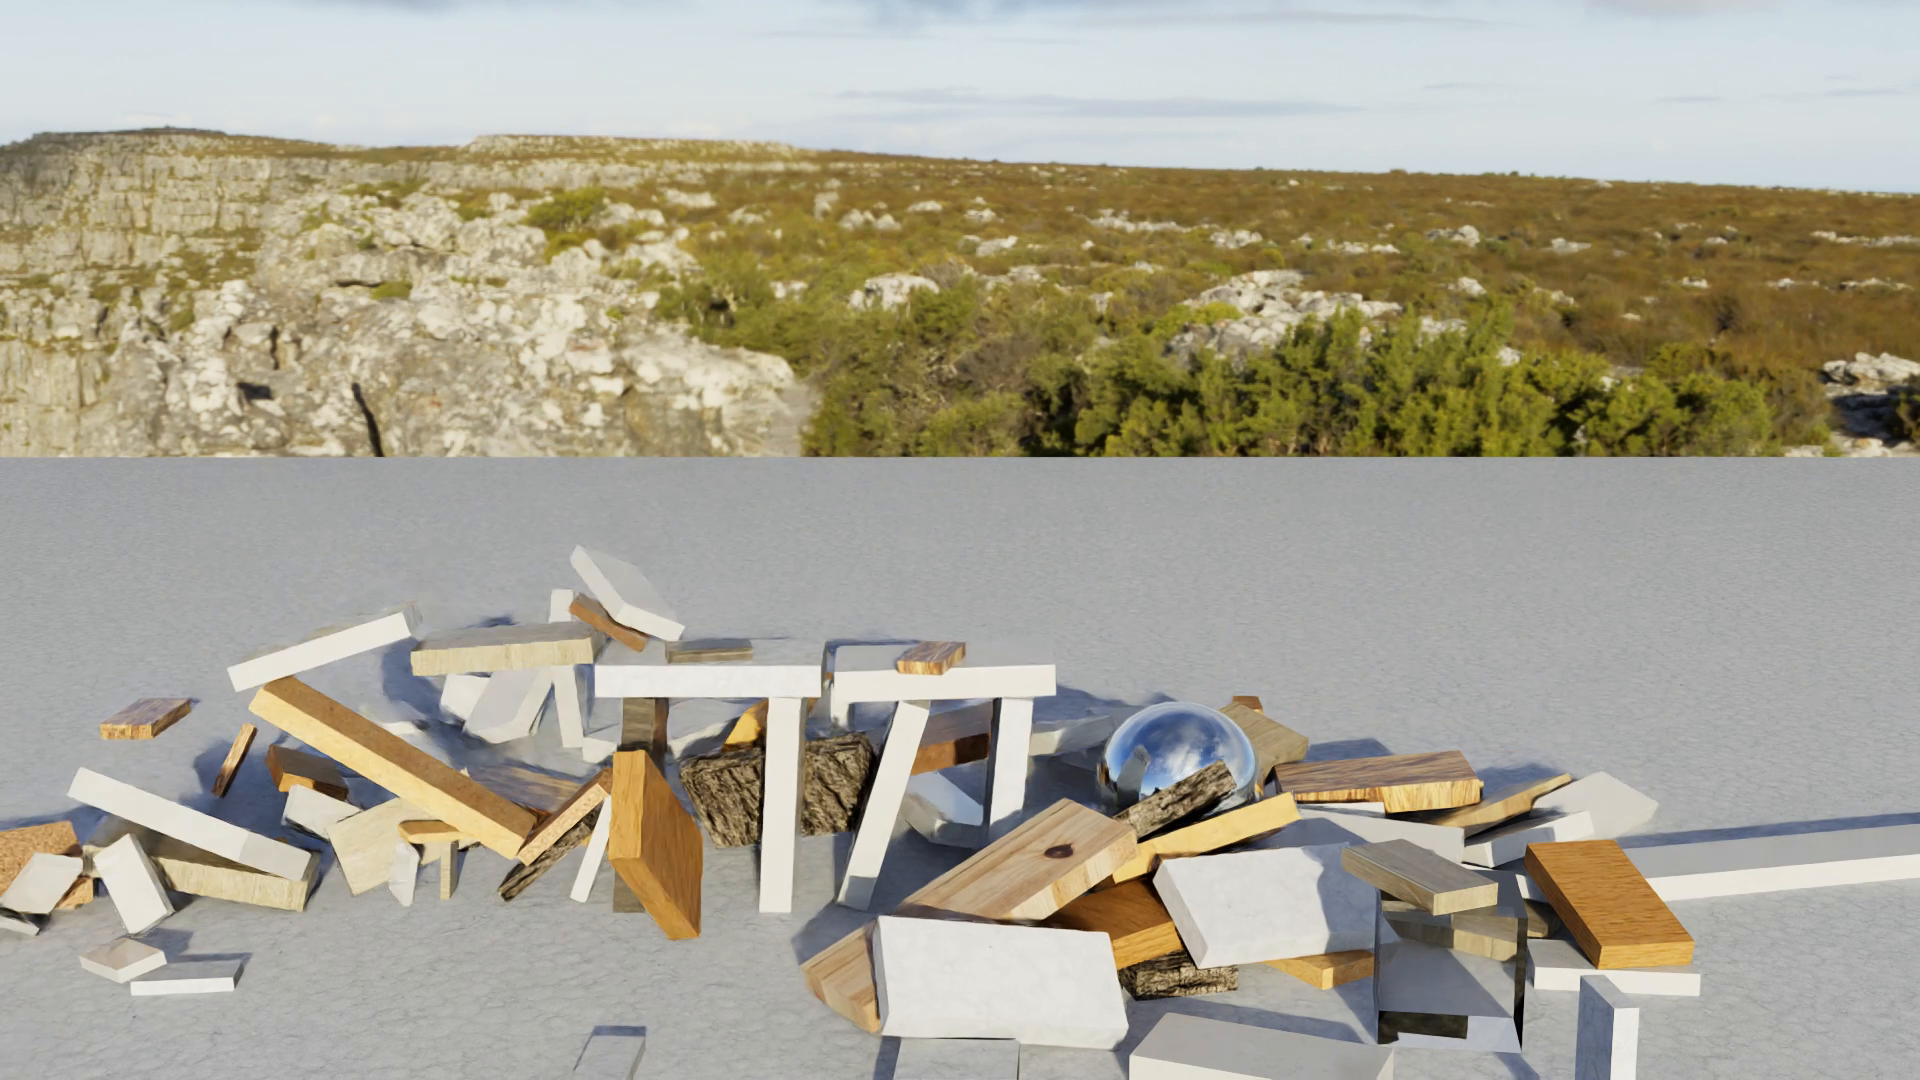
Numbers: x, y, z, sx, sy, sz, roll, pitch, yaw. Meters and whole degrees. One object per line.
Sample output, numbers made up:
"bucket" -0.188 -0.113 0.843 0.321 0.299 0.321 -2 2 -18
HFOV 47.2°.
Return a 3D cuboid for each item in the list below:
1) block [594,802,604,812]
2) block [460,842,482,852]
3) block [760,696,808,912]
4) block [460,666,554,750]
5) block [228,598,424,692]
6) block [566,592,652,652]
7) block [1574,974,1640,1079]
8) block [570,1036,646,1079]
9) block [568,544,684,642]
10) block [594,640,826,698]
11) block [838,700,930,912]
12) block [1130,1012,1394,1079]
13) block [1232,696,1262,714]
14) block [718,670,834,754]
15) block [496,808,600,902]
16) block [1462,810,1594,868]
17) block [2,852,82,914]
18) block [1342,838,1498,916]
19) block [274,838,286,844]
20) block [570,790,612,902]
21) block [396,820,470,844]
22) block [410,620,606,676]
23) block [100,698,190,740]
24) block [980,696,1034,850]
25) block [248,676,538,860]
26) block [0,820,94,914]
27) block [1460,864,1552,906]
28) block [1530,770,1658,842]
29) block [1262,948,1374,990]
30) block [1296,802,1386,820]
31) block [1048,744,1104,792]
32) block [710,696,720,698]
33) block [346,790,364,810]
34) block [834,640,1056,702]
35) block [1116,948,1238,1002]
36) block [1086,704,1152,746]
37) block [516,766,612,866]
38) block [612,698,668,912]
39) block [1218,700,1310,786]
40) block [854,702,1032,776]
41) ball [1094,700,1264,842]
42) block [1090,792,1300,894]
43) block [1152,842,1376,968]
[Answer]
"block" -0.610 0.491 3.891 0.069 0.020 0.138 -1 9 -40
"block" -0.867 0.526 3.957 0.072 0.020 0.143 6 12 31
"block" -0.291 0.413 3.634 0.051 0.359 0.180 3 11 0
"block" -0.917 0.297 4.579 0.152 0.043 0.304 -16 35 30
"block" -1.031 0.170 3.584 0.290 0.041 0.145 -18 9 -3
"block" -0.575 0.136 3.614 0.138 0.020 0.069 31 9 -5
"block" 0.794 0.658 2.708 0.031 0.217 0.108 -1 11 -6
"block" -0.475 0.709 2.970 0.073 0.021 0.146 0 11 2
"block" -0.564 0.090 3.715 0.121 0.034 0.242 24 10 -36
"block" -0.403 0.209 3.598 0.359 0.051 0.180 0 11 -1
"block" -0.124 0.416 3.638 0.050 0.354 0.177 17 10 -3
"block" 0.403 0.704 2.932 0.318 0.045 0.159 5 11 23
"block" 0.632 0.365 4.836 0.058 0.016 0.115 0 11 3
"block" -0.368 0.359 4.256 0.048 0.169 0.338 37 22 8
"block" -0.682 0.521 3.658 0.188 0.027 0.094 -39 8 7
"block" 0.941 0.522 3.782 0.291 0.041 0.145 -9 -8 -39
"block" -1.431 0.536 3.428 0.072 0.020 0.144 17 -46 -37
"block" 0.650 0.477 3.123 0.108 0.031 0.217 -5 12 -25
"block" -1.256 0.541 3.891 0.109 0.015 0.054 2 11 9
"block" -0.597 0.499 3.653 0.027 0.188 0.094 20 10 -4
"block" -0.867 0.480 3.619 0.105 0.015 0.053 2 14 -38
"block" -0.735 0.175 3.594 0.290 0.041 0.145 -4 10 0
"block" -1.742 0.381 4.708 0.108 0.031 0.217 0 11 2
"block" 0.073 0.415 3.637 0.050 0.354 0.177 5 10 -3
"block" -0.927 0.370 3.616 0.485 0.041 0.145 31 5 -6
"block" -1.593 0.546 3.524 0.351 0.050 0.175 -7 29 -32
"block" 0.912 0.568 3.563 0.237 0.034 0.118 7 -13 35
"block" 1.157 0.491 4.007 0.123 0.035 0.247 32 28 35
"block" 0.523 0.629 3.374 0.108 0.031 0.217 -7 13 -33
"block" 0.626 0.500 3.904 0.231 0.033 0.116 -1 -23 -4
"block" 0.333 0.440 4.362 0.293 0.042 0.147 -9 14 -41
"block" -0.576 0.313 5.066 0.125 0.035 0.249 -7 13 -34
"block" -1.190 0.491 4.123 0.093 0.026 0.186 -6 11 -30
"block" -0.026 0.214 3.612 0.354 0.050 0.177 -2 11 -2
"block" 0.294 0.621 3.381 0.159 0.045 0.318 -3 11 -15
"block" 0.383 0.399 4.334 0.164 0.046 0.328 -2 14 -17
"block" -0.649 0.456 3.637 0.188 0.027 0.094 -41 8 9
"block" -0.526 0.412 3.635 0.051 0.359 0.180 4 11 -1
"block" 0.490 0.414 4.135 0.173 0.049 0.346 27 31 31
"block" -0.059 0.383 4.144 0.346 0.049 0.173 -12 14 -14
"ball" 0.377 0.422 3.784 0.289 0.289 0.289 0 11 0
"block" 0.366 0.484 3.482 0.318 0.045 0.159 -17 -14 -14
"block" 0.477 0.549 3.326 0.337 0.048 0.168 -1 42 -26
